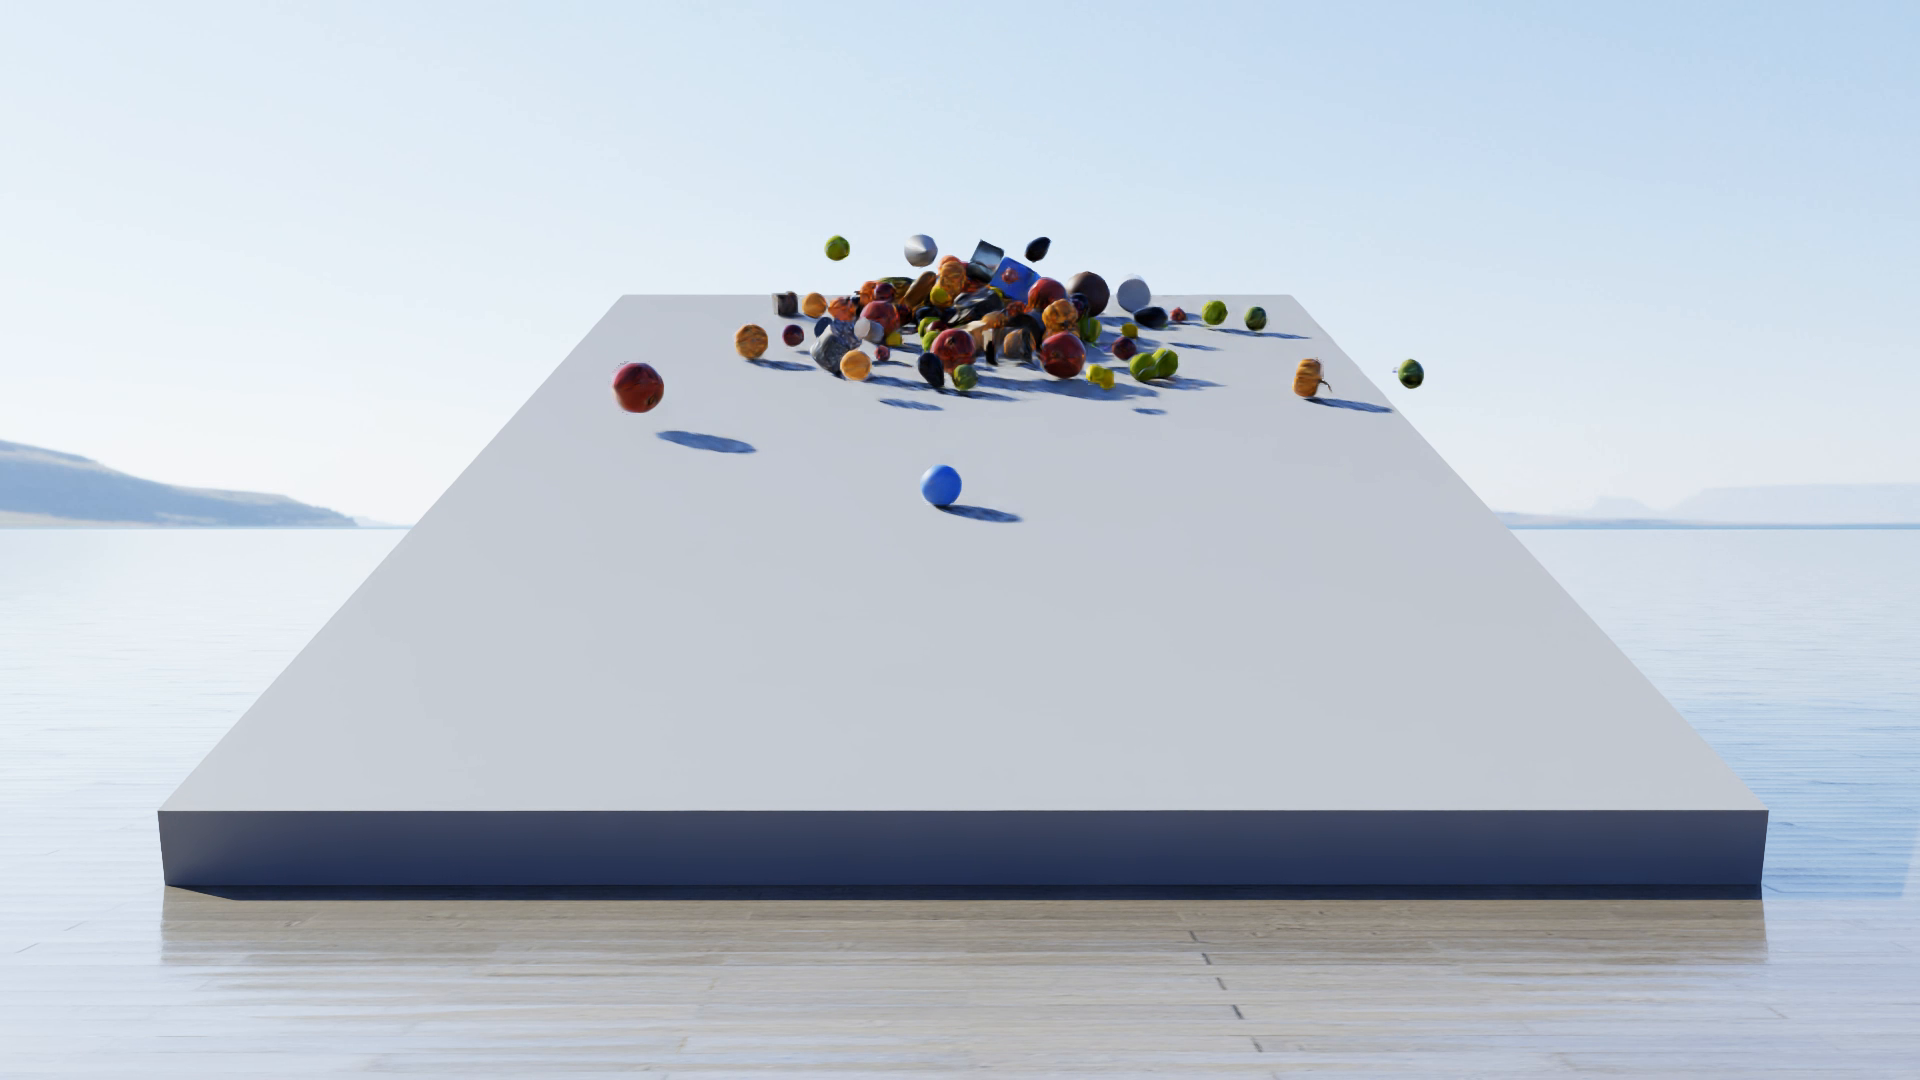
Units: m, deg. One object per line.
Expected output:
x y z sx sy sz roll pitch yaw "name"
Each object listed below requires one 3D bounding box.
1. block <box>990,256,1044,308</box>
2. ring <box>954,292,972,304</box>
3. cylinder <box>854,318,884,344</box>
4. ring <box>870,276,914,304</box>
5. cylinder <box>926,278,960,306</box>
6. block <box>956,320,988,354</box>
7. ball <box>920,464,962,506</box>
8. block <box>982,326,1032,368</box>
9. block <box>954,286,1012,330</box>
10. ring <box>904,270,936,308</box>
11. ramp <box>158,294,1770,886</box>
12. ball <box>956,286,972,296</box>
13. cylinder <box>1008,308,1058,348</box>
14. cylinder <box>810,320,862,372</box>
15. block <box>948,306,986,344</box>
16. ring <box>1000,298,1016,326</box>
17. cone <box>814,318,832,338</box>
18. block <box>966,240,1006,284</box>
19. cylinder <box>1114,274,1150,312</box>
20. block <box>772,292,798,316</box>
0.155 -0.711 6.057 0.091 0.091 0.091 31 2 25 "block"
0.027 -0.656 6.136 0.091 0.030 0.091 5 -36 4 "ring"
-0.220 -0.507 5.328 0.052 0.052 0.052 0 -12 40 "cylinder"
-0.179 -0.700 6.166 0.148 0.049 0.148 0 -11 0 "ring"
-0.052 -0.725 6.411 0.073 0.073 0.073 0 11 45 "cylinder"
0.038 -0.525 5.686 0.060 0.060 0.060 -24 23 -20 "block"
-0.036 -0.104 4.163 0.079 0.079 0.079 0 0 0 "ball"
0.115 -0.469 5.321 0.090 0.090 0.090 -8 5 -15 "block"
0.062 -0.606 5.875 0.096 0.096 0.096 -36 25 -10 "block"
-0.107 -0.677 5.929 0.039 0.117 0.117 40 4 4 "ring"
-0.002 -0.152 4.669 2.000 0.100 4.000 0 16 0 "ramp"
0.015 -0.710 6.395 0.052 0.052 0.052 0 0 0 "ball"
0.188 -0.548 5.731 0.096 0.096 0.096 0 14 30 "cylinder"
-0.305 -0.477 5.408 0.092 0.092 0.092 0 -37 -46 "cylinder"
0.019 -0.567 5.787 0.064 0.064 0.064 -13 29 41 "block"
0.130 -0.630 6.087 0.105 0.035 0.105 2 42 -2 "ring"
-0.346 -0.556 5.883 0.063 0.063 0.063 0 -13 30 "cone"
0.071 -0.778 6.165 0.077 0.077 0.077 24 -24 0 "block"
0.495 -0.708 6.309 0.097 0.097 0.097 0 16 0 "cylinder"
-0.495 -0.669 6.221 0.058 0.058 0.058 -10 14 -19 "block"
